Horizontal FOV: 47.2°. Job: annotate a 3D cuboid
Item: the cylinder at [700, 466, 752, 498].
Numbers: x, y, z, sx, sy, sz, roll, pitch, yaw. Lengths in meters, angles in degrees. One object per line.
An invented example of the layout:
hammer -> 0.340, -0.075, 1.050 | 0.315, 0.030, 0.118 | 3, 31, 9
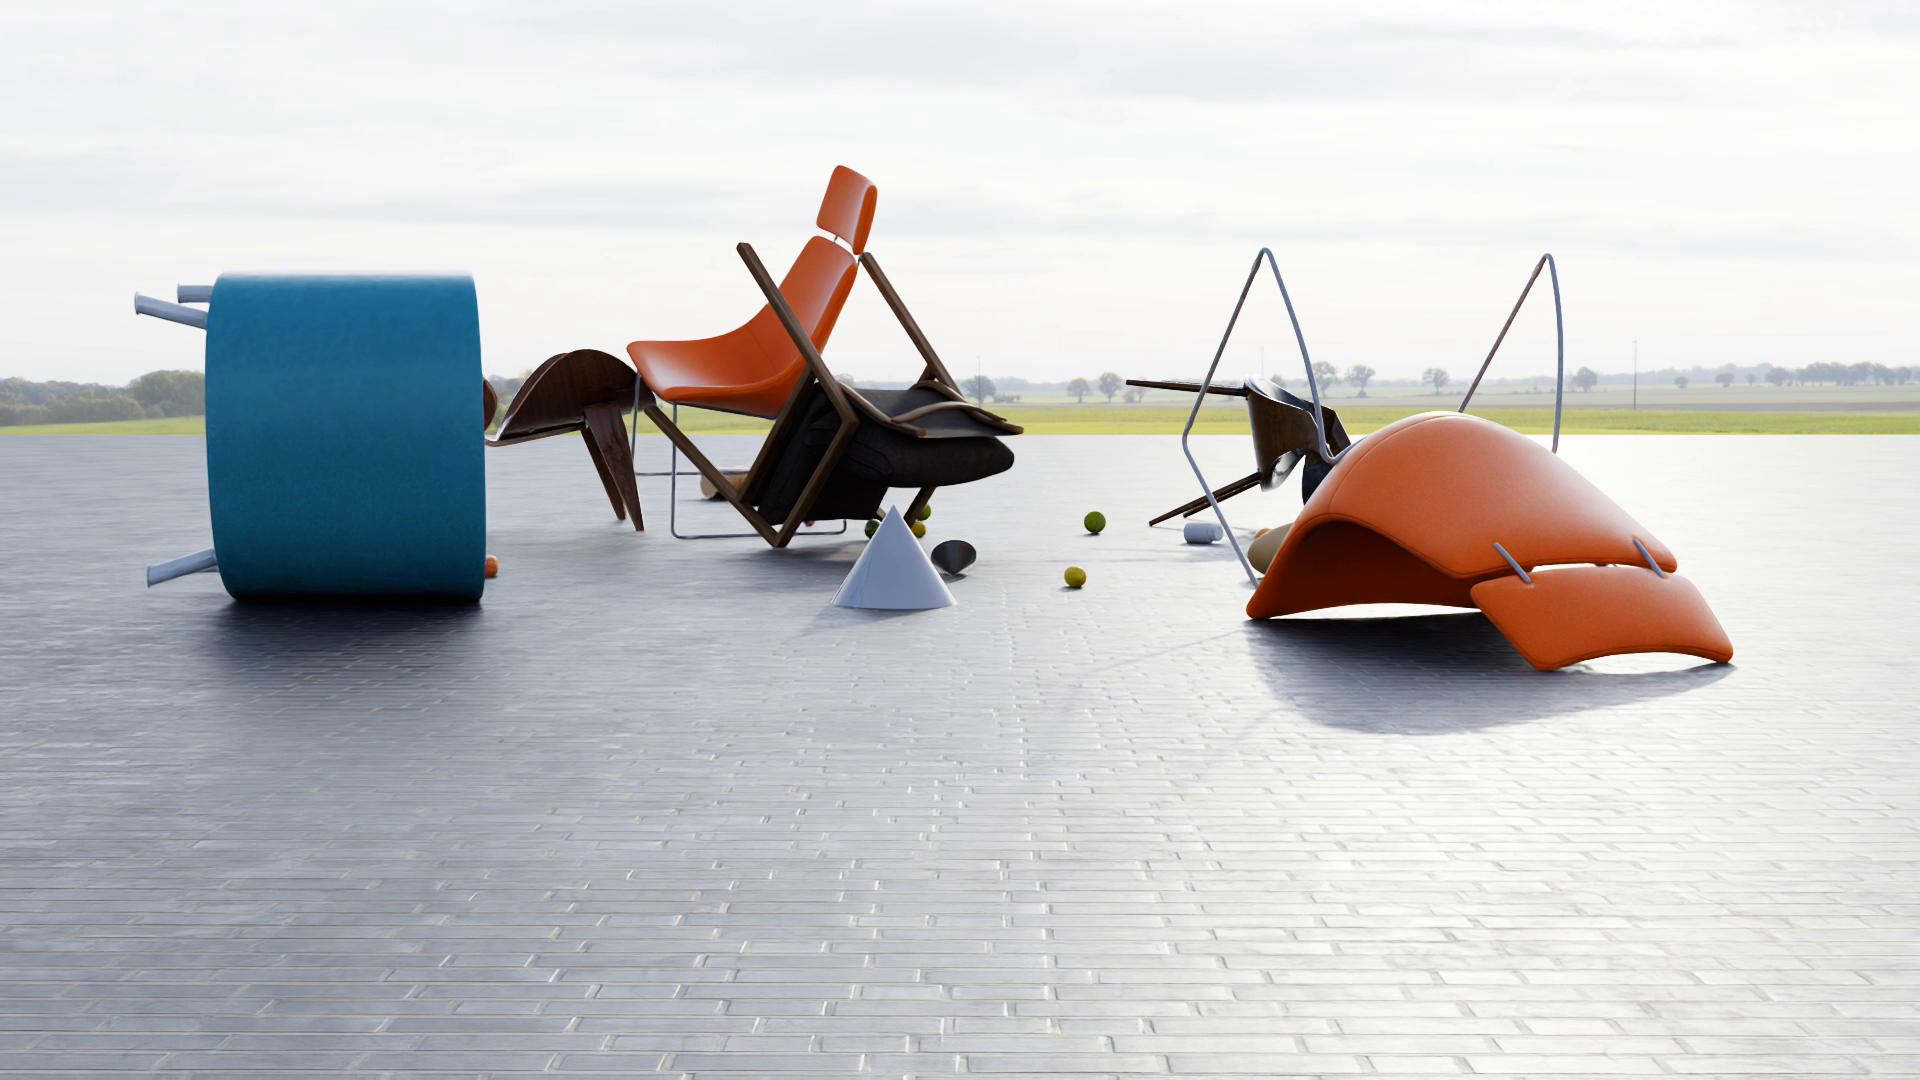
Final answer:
cylinder -> -0.962, -0.237, 9.041 | 0.144, 0.128, 0.252 | -2, -3, -24

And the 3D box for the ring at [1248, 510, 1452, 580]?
ring -> 0.922, 0.014, 5.221 | 0.483, 0.108, 0.184 | -7, 32, 14

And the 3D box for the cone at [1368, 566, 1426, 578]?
cone -> 1.004, 0.027, 5.316 | 0.258, 0.114, 0.164 | 3, 5, 35

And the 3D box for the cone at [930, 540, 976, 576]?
cone -> -0.017, 0.063, 5.309 | 0.107, 0.067, 0.119 | 33, -53, -26

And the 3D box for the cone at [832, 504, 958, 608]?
cone -> -0.139, 0.028, 4.616 | 0.280, 0.209, 0.239 | 3, 5, 33

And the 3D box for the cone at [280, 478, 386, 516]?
cone -> -2.166, -0.119, 7.796 | 0.351, 0.131, 0.315 | 13, 15, 21
